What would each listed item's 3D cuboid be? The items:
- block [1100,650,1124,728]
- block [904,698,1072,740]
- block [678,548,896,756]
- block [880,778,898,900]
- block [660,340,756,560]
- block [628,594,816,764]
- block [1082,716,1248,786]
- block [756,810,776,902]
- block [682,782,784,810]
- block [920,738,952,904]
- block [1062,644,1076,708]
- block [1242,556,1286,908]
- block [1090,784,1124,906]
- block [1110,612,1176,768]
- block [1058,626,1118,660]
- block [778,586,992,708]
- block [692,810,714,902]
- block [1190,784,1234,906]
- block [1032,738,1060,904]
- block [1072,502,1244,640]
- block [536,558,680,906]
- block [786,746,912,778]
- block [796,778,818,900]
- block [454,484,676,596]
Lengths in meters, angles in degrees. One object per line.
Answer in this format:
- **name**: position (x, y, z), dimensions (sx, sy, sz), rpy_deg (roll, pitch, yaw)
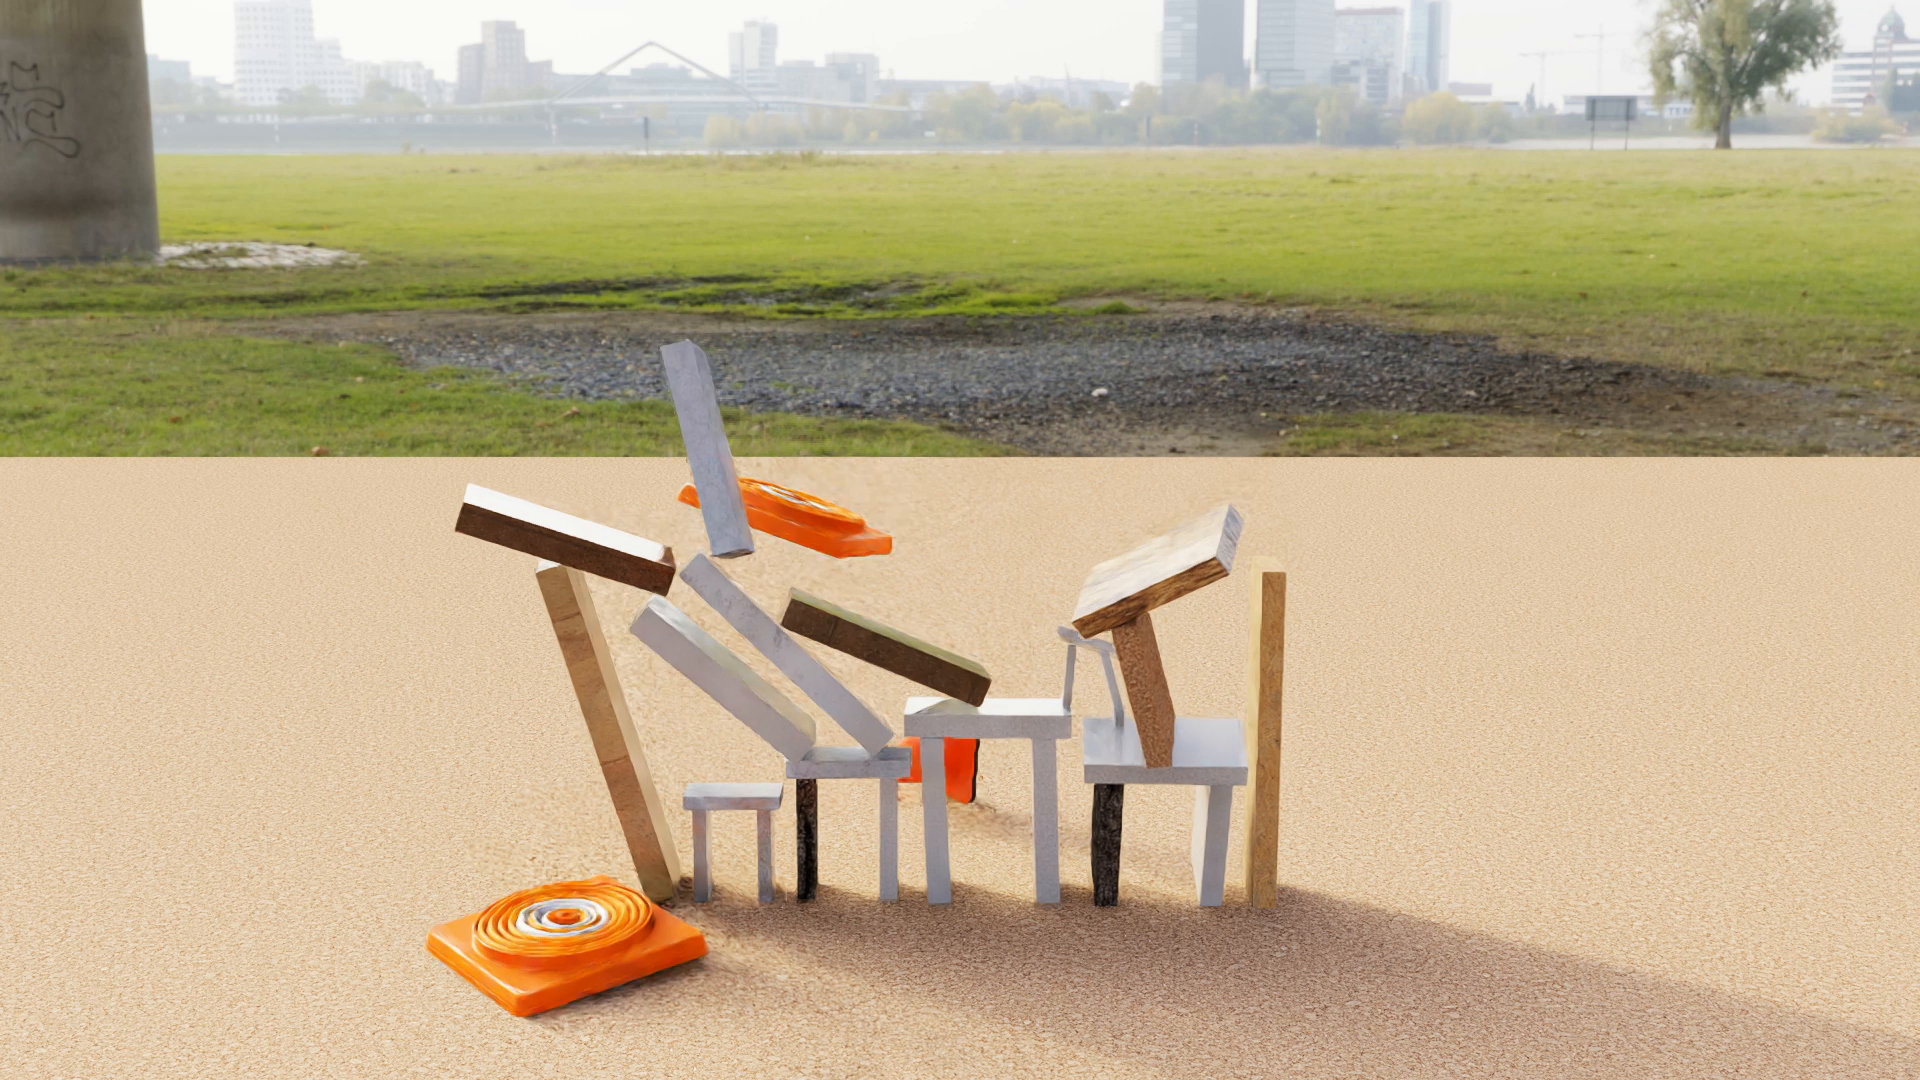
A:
- **block**: position (0.245, 0.241, 3.552), dimensions (0.014, 0.050, 0.119), rpy_deg (-9, 50, -4)
- **block**: position (0.047, 0.294, 3.638), dimensions (0.273, 0.039, 0.136), rpy_deg (0, 7, 2)
- **block**: position (-0.287, 0.183, 3.628), dimensions (0.433, 0.050, 0.177), rpy_deg (43, -3, -5)
- **block**: position (-0.118, 0.485, 3.661), dimensions (0.029, 0.204, 0.102), rpy_deg (0, 7, -1)
- **block**: position (-0.420, -0.148, 3.684), dimensions (0.050, 0.355, 0.177), rpy_deg (-15, -3, 1)
- **block**: position (-0.388, 0.225, 3.620), dimensions (0.348, 0.049, 0.174), rpy_deg (40, 3, -8)
- **block**: position (0.326, 0.336, 3.514), dimensions (0.257, 0.036, 0.128), rpy_deg (1, 32, 1)
- **block**: position (-0.321, 0.513, 3.652), dimensions (0.022, 0.158, 0.079), rpy_deg (0, 11, 0)
- **block**: position (-0.374, 0.424, 3.635), dimensions (0.158, 0.022, 0.079), rpy_deg (0, 11, 0)
- **block**: position (-0.041, 0.450, 3.652), dimensions (0.039, 0.273, 0.136), rpy_deg (-3, 7, -1)
- **block**: position (0.180, 0.224, 3.622), dimensions (0.014, 0.101, 0.050), rpy_deg (6, 3, 3)
- **block**: position (0.500, 0.314, 3.617), dimensions (0.038, 0.561, 0.134), rpy_deg (0, 11, 0)
- **block**: position (0.240, 0.459, 3.594), dimensions (0.036, 0.256, 0.128), rpy_deg (0, 32, -1)
- **block**: position (0.287, 0.208, 3.431), dimensions (0.038, 0.268, 0.134), rpy_deg (-9, 30, 14)
- **block**: position (0.212, 0.168, 3.607), dimensions (0.101, 0.014, 0.050), rpy_deg (19, -11, 14)
- **block**: position (-0.127, 0.177, 3.665), dimensions (0.355, 0.050, 0.177), rpy_deg (23, 2, -7)
- **block**: position (-0.427, 0.513, 3.652), dimensions (0.022, 0.158, 0.079), rpy_deg (0, 11, 0)
- **block**: position (0.411, 0.458, 3.595), dimensions (0.036, 0.256, 0.128), rpy_deg (0, 32, -2)
- **block**: position (0.141, 0.451, 3.651), dimensions (0.039, 0.273, 0.136), rpy_deg (-2, 7, 1)
- **block**: position (0.297, 0.047, 3.313), dimensions (0.268, 0.038, 0.134), rpy_deg (-27, 25, 33)
- **block**: position (-0.577, 0.304, 3.635), dimensions (0.049, 0.582, 0.174), rpy_deg (-17, 11, -2)
- **block**: position (-0.184, 0.369, 3.648), dimensions (0.204, 0.029, 0.102), rpy_deg (0, 7, 0)
- **block**: position (-0.254, 0.485, 3.660), dimensions (0.029, 0.204, 0.102), rpy_deg (0, 7, -1)
- **block**: position (-0.638, -0.001, 3.561), dimensions (0.348, 0.049, 0.174), rpy_deg (18, 7, -13)
